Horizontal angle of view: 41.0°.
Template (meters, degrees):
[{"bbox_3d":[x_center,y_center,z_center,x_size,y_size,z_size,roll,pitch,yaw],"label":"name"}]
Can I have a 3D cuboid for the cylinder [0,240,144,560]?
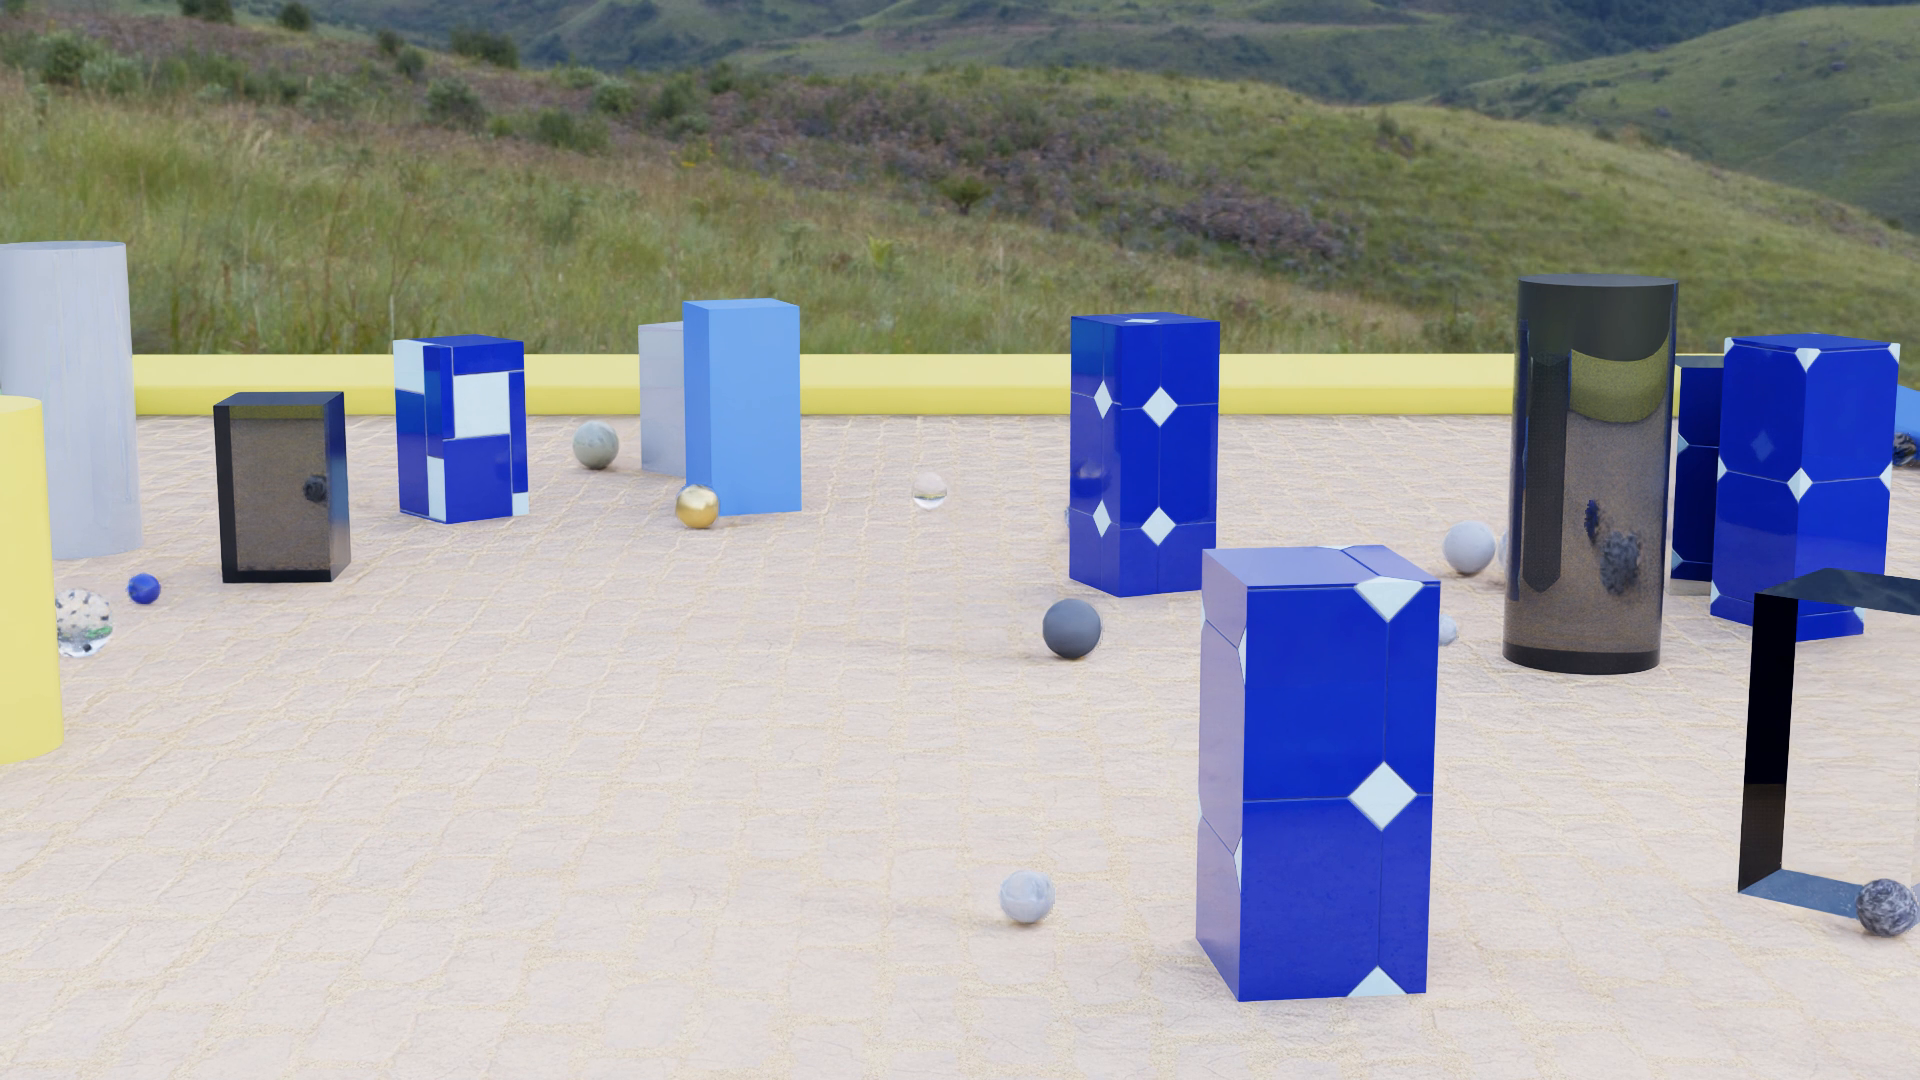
[{"bbox_3d":[-1.342,-0.214,3.863,0.191,0.458,0.191,0,11,0],"label":"cylinder"}]

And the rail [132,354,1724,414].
[{"bbox_3d":[-0.011,-0.322,5.351,3.574,0.124,0.045,0,11,0],"label":"rail"}]

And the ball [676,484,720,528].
[{"bbox_3d":[-0.414,-0.054,4.059,0.070,0.070,0.070,0,11,0],"label":"ball"}]

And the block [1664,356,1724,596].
[{"bbox_3d":[1.061,-0.092,3.594,0.152,0.317,0.152,0,11,2],"label":"block"}]

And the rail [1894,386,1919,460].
[{"bbox_3d":[1.763,0.030,3.459,0.045,0.124,3.916,0,11,0],"label":"rail"}]

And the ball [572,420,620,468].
[{"bbox_3d":[-0.661,-0.173,4.655,0.087,0.087,0.087,0,11,0],"label":"ball"}]

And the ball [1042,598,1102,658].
[{"bbox_3d":[0.138,0.109,3.175,0.074,0.074,0.074,0,11,0],"label":"ball"}]

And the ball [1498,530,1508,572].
[{"bbox_3d":[0.807,0.016,3.631,0.090,0.090,0.090,0,11,0],"label":"ball"}]

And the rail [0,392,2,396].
[{"bbox_3d":[-1.763,0.034,3.439,0.045,0.124,3.916,0,11,0],"label":"rail"}]

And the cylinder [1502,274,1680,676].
[{"bbox_3d":[0.770,-0.084,3.141,0.191,0.467,0.191,0,11,0],"label":"cylinder"}]

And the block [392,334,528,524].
[{"bbox_3d":[-0.812,-0.183,4.176,0.152,0.282,0.152,-9,14,-40],"label":"block"}]

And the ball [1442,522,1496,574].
[{"bbox_3d":[0.734,0.011,3.697,0.075,0.075,0.075,0,11,0],"label":"ball"}]

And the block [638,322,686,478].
[{"bbox_3d":[-0.468,-0.256,4.620,0.152,0.263,0.152,10,15,43],"label":"block"}]

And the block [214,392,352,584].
[{"bbox_3d":[-0.972,-0.078,3.687,0.152,0.254,0.152,0,11,-3],"label":"block"}]

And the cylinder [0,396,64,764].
[{"bbox_3d":[-1.067,0.041,2.733,0.191,0.370,0.191,0,11,0],"label":"cylinder"}]

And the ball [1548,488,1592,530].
[{"bbox_3d":[0.961,-0.048,4.040,0.066,0.066,0.066,0,11,0],"label":"ball"}]

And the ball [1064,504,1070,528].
[{"bbox_3d":[0.189,-0.037,4.025,0.051,0.051,0.051,0,11,0],"label":"ball"}]

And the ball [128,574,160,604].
[{"bbox_3d":[-1.109,0.067,3.488,0.043,0.043,0.043,0,11,0],"label":"ball"}]

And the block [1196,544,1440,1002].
[{"bbox_3d":[0.284,0.183,2.068,0.152,0.333,0.152,-1,11,-7],"label":"block"}]

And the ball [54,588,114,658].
[{"bbox_3d":[-1.093,0.103,3.176,0.086,0.086,0.086,0,11,0],"label":"ball"}]

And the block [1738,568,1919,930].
[{"bbox_3d":[0.798,0.178,2.262,0.152,0.272,0.152,9,14,40],"label":"block"}]

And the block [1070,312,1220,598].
[{"bbox_3d":[0.257,-0.123,3.601,0.152,0.375,0.152,-5,12,-24],"label":"block"}]

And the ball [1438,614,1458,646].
[{"bbox_3d":[0.608,0.114,3.242,0.041,0.041,0.041,0,11,0],"label":"ball"}]

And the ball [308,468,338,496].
[{"bbox_3d":[-1.081,-0.098,4.355,0.049,0.049,0.049,0,11,0],"label":"ball"}]

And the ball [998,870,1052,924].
[{"bbox_3d":[0.056,0.305,2.198,0.046,0.046,0.046,0,11,0],"label":"ball"}]

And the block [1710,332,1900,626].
[{"bbox_3d":[1.103,-0.076,3.357,0.152,0.371,0.152,-5,12,-24],"label":"block"}]

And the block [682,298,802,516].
[{"bbox_3d":[-0.360,-0.221,4.232,0.152,0.337,0.152,-4,11,-21],"label":"block"}]

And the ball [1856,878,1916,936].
[{"bbox_3d":[0.781,0.310,2.166,0.048,0.048,0.048,0,11,0],"label":"ball"}]

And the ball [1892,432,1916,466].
[{"bbox_3d":[1.716,-0.166,4.689,0.060,0.060,0.060,0,11,0],"label":"ball"}]

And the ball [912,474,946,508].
[{"bbox_3d":[-0.051,-0.081,4.239,0.058,0.058,0.058,0,11,0],"label":"ball"}]
